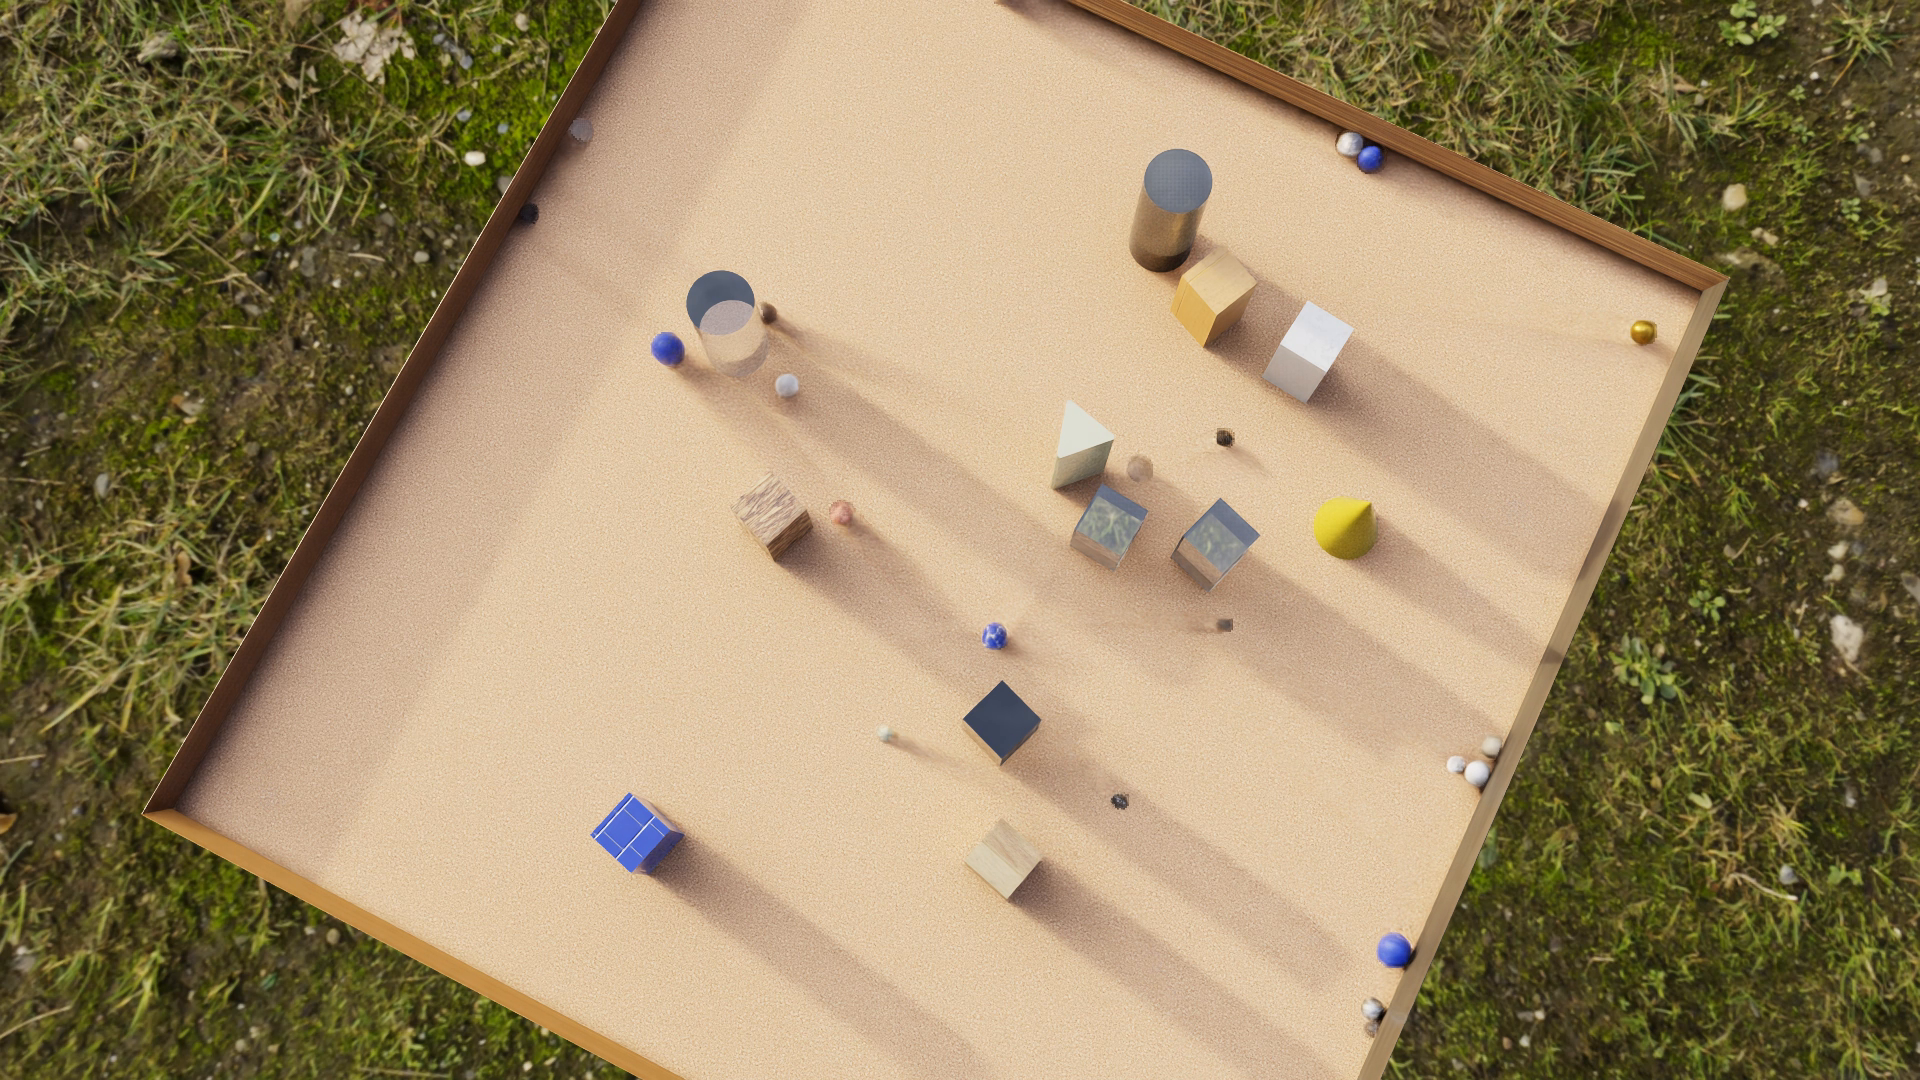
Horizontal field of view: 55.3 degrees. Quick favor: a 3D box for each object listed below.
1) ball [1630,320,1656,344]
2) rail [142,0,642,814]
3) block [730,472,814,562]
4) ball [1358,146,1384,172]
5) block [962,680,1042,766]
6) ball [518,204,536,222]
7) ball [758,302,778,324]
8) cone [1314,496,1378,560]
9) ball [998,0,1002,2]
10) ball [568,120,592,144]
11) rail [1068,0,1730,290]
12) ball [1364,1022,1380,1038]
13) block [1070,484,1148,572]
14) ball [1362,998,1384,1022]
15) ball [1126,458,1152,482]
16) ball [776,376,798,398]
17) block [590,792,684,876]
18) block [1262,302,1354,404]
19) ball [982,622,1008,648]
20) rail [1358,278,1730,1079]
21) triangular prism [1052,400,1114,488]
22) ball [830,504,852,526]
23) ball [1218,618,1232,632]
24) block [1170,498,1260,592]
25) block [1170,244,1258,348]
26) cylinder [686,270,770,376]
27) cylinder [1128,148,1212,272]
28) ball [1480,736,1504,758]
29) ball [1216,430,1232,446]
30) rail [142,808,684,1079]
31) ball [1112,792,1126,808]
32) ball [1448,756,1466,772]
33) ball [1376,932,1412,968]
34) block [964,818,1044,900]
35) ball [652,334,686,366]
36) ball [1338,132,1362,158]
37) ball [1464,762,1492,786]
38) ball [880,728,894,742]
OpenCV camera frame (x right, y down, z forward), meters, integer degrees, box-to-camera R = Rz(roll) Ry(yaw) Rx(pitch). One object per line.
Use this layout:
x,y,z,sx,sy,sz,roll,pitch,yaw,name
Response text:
2.128,-0.649,5.713,0.074,0.074,0.074,0,78,0,ball
-1.553,-0.753,5.705,0.045,0.130,3.594,26,80,5,rail
-0.562,-0.067,5.495,0.160,0.265,0.160,-43,81,-8,block
1.307,-1.211,5.826,0.080,0.080,0.080,0,78,0,ball
0.120,0.540,5.359,0.160,0.286,0.160,-44,82,-8,block
-1.368,-1.035,5.802,0.056,0.056,0.056,0,78,0,ball
-0.605,-0.707,5.729,0.068,0.068,0.068,0,78,0,ball
1.185,-0.074,5.452,0.199,0.352,0.199,0,78,0,cone
0.129,-1.795,5.941,0.092,0.092,0.092,0,78,0,ball
-1.213,-1.303,5.848,0.074,0.074,0.074,0,78,0,ball
0.793,-1.546,5.870,3.520,0.130,0.045,26,80,5,rail
1.196,1.416,5.298,0.049,0.049,0.049,0,78,0,ball
0.445,-0.035,5.496,0.160,0.250,0.160,31,80,6,block
1.195,1.357,5.301,0.067,0.067,0.067,0,78,0,ball
0.548,-0.216,5.622,0.076,0.076,0.076,0,78,0,ball
-0.536,-0.474,5.678,0.073,0.073,0.073,0,78,0,ball
-0.928,0.852,5.294,0.160,0.286,0.160,41,81,8,block
1.052,-0.566,5.561,0.160,0.338,0.160,33,80,6,block
0.105,0.287,5.518,0.077,0.077,0.077,0,78,0,ball
1.553,0.767,5.391,0.045,0.130,3.594,26,80,5,rail
0.339,-0.296,5.476,0.173,0.395,0.150,-19,79,-4,triangular prism
-0.362,-0.079,5.599,0.068,0.068,0.068,0,78,0,ball
0.800,0.255,5.542,0.042,0.042,0.042,0,78,0,ball
0.756,0.019,5.449,0.160,0.320,0.160,44,82,8,block
0.773,-0.744,5.609,0.160,0.317,0.160,-38,81,-7,block
-0.697,-0.649,5.539,0.199,0.416,0.199,0,78,0,cylinder
0.635,-0.993,5.568,0.199,0.498,0.199,0,78,0,cylinder
1.582,0.617,5.455,0.067,0.067,0.067,0,78,0,ball
0.815,-0.314,5.655,0.052,0.052,0.052,0,78,0,ball
-0.793,1.560,5.226,3.520,0.130,0.045,26,80,5,rail
0.471,0.773,5.433,0.046,0.046,0.046,0,78,0,ball
1.476,0.667,5.452,0.052,0.052,0.052,0,78,0,ball
1.261,1.190,5.320,0.099,0.099,0.099,0,78,0,ball
0.124,0.921,5.280,0.160,0.286,0.160,41,81,8,block
-0.903,-0.589,5.688,0.100,0.100,0.100,0,78,0,ball
1.242,-1.260,5.837,0.080,0.080,0.080,0,78,0,ball
1.536,0.694,5.435,0.075,0.075,0.075,0,78,0,ball
-0.219,0.581,5.474,0.044,0.044,0.044,0,78,0,ball
